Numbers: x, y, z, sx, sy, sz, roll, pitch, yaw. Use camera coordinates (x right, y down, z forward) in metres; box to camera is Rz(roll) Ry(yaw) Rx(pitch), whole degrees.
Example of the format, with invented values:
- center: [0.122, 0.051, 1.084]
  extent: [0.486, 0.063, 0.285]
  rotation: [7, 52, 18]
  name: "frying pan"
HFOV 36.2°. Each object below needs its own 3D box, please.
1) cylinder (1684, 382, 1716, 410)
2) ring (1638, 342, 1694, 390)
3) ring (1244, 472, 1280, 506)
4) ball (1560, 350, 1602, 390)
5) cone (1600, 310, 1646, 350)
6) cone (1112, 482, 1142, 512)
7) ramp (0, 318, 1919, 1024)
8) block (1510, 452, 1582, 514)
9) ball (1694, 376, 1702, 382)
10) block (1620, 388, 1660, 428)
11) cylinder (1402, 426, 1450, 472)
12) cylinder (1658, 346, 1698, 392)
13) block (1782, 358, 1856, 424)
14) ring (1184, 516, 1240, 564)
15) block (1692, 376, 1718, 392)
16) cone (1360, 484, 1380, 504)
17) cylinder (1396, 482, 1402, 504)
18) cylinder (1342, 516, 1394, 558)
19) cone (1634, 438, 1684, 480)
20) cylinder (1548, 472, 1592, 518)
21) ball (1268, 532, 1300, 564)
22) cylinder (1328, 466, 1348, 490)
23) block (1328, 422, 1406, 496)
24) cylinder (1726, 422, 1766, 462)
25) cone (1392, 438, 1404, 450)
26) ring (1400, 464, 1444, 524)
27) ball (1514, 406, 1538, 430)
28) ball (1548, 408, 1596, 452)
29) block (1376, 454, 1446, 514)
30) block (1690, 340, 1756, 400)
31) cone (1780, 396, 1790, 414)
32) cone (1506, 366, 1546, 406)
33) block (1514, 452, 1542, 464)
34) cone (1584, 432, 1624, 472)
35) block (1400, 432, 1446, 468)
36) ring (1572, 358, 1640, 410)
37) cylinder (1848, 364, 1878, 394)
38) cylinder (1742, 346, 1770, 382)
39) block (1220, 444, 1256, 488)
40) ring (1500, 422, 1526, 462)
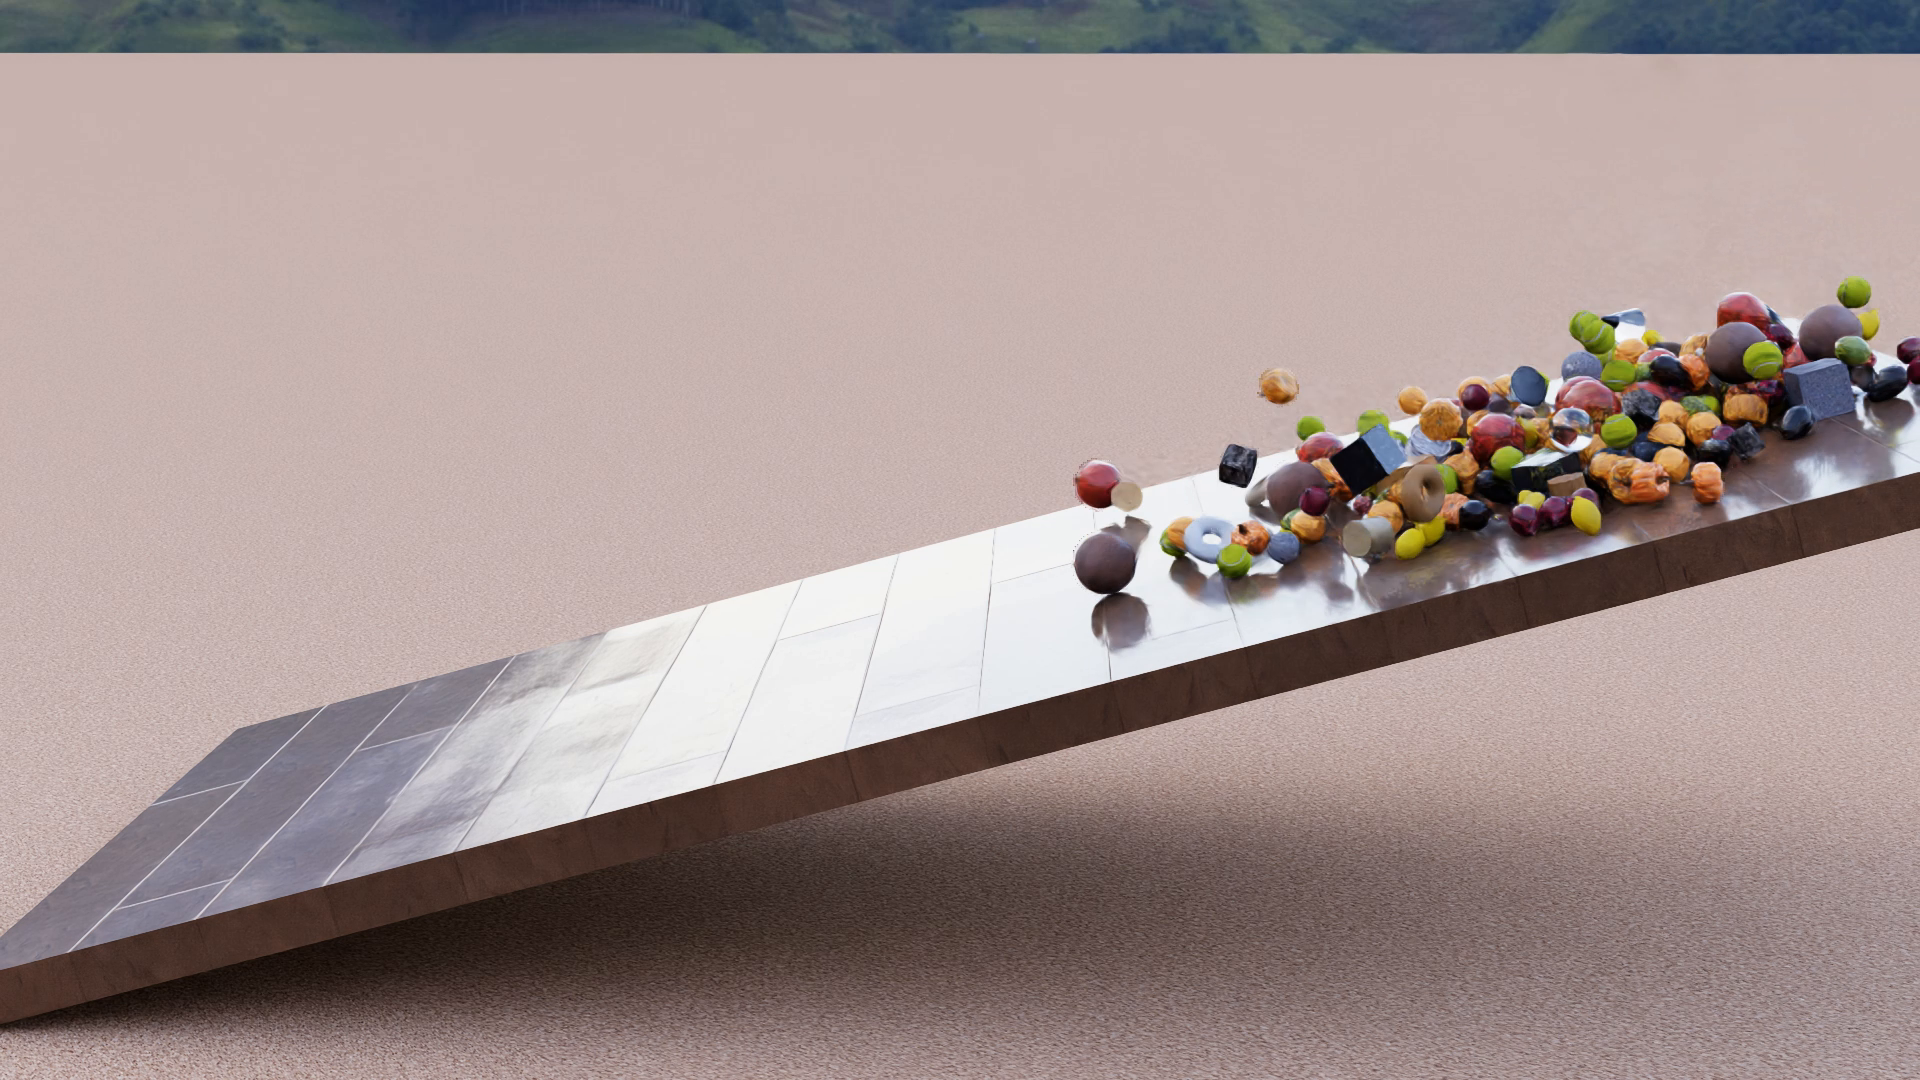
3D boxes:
- center: [1.536, -0.299, 6.100]
  extent: [0.058, 0.058, 0.058]
  rotation: [1, 4, 5]
  name: "cylinder"
- center: [1.549, -0.382, 6.445]
  extent: [0.120, 0.120, 0.040]
  rotation: [1, -29, 5]
  name: "ring"
- center: [0.683, -0.114, 6.638]
  extent: [0.098, 0.033, 0.098]
  rotation: [-42, 7, 6]
  name: "ring"
- center: [1.330, -0.363, 6.291]
  extent: [0.087, 0.087, 0.087]
  rotation: [0, 10, 0]
  name: "ball"
- center: [1.454, -0.481, 6.534]
  extent: [0.095, 0.095, 0.095]
  rotation: [17, -1, -34]
  name: "cone"
- center: [0.394, -0.091, 6.997]
  extent: [0.075, 0.075, 0.075]
  rotation: [0, -18, -1]
  name: "cone"
- center: [0.081, 0.191, 6.328]
  extent: [4.000, 0.100, 2.000]
  rotation: [-15, 9, 4]
  name: "ramp"
- center: [1.154, -0.113, 5.757]
  extent: [0.094, 0.094, 0.094]
  rotation: [-22, 11, -33]
  name: "block"
- center: [1.623, -0.353, 6.373]
  extent: [0.062, 0.062, 0.062]
  rotation: [0, 10, 0]
  name: "ball"
- center: [1.336, -0.258, 5.776]
  extent: [0.053, 0.053, 0.053]
  rotation: [25, -27, -29]
  name: "block"
- center: [0.979, -0.181, 6.205]
  extent: [0.088, 0.088, 0.088]
  rotation: [8, 49, -9]
  name: "cylinder"
- center: [1.616, -0.387, 6.642]
  extent: [0.087, 0.087, 0.087]
  rotation: [-11, 5, 25]
  name: "cylinder"
- center: [1.728, -0.302, 5.917]
  extent: [0.100, 0.100, 0.100]
  rotation: [-16, 9, -1]
  name: "block"
- center: [0.521, -0.001, 6.095]
  extent: [0.116, 0.039, 0.116]
  rotation: [1, 52, -1]
  name: "ring"
- center: [1.658, -0.358, 6.497]
  extent: [0.054, 0.054, 0.054]
  rotation: [-23, 9, -38]
  name: "block"
- center: [0.902, -0.102, 6.303]
  extent: [0.066, 0.066, 0.066]
  rotation: [13, 9, -7]
  name: "cone"
- center: [0.937, -0.102, 6.018]
  extent: [0.062, 0.062, 0.062]
  rotation: [-28, 22, -26]
  name: "cylinder"
- center: [0.794, -0.006, 5.717]
  extent: [0.072, 0.072, 0.072]
  rotation: [-11, 15, -42]
  name: "cylinder"
- center: [1.368, -0.169, 5.725]
  extent: [0.085, 0.085, 0.085]
  rotation: [-18, 2, 25]
  name: "cone"
- center: [1.170, -0.085, 5.647]
  extent: [0.070, 0.070, 0.070]
  rotation: [-15, 9, 3]
  name: "cylinder"
- center: [0.651, 0.016, 5.910]
  extent: [0.066, 0.066, 0.066]
  rotation: [0, 10, 0]
  name: "ball"
- center: [0.850, -0.144, 6.552]
  extent: [0.050, 0.050, 0.050]
  rotation: [3, 24, 15]
  name: "cylinder"
- center: [0.827, -0.163, 5.963]
  extent: [0.093, 0.093, 0.093]
  rotation: [-36, -2, 39]
  name: "block"
- center: [1.514, -0.188, 5.668]
  extent: [0.055, 0.055, 0.055]
  rotation: [-33, -4, -2]
  name: "cylinder"
- center: [0.912, -0.181, 6.294]
  extent: [0.064, 0.064, 0.064]
  rotation: [-18, -3, 38]
  name: "cone"
- center: [0.895, -0.090, 5.688]
  extent: [0.039, 0.117, 0.117]
  rotation: [5, 10, 44]
  name: "ring"
- center: [1.269, -0.273, 6.593]
  extent: [0.052, 0.052, 0.052]
  rotation: [0, 10, 0]
  name: "ball"
- center: [1.199, -0.216, 5.763]
  extent: [0.088, 0.088, 0.088]
  rotation: [0, 10, 0]
  name: "ball"
- center: [0.936, -0.116, 6.133]
  extent: [0.095, 0.095, 0.095]
  rotation: [-7, 12, 40]
  name: "block"
- center: [1.624, -0.362, 6.261]
  extent: [0.083, 0.083, 0.083]
  rotation: [30, 8, -17]
  name: "block"
- center: [1.712, -0.304, 6.036]
  extent: [0.071, 0.071, 0.071]
  rotation: [-15, 8, 2]
  name: "cone"
- center: [1.231, -0.325, 6.503]
  extent: [0.094, 0.094, 0.094]
  rotation: [-5, -14, -26]
  name: "cone"
- center: [1.181, -0.147, 6.051]
  extent: [0.051, 0.051, 0.051]
  rotation: [-7, 12, 42]
  name: "block"
- center: [1.289, -0.199, 5.993]
  extent: [0.088, 0.088, 0.088]
  rotation: [-34, 2, 1]
  name: "cone"
- center: [1.025, -0.196, 6.505]
  extent: [0.081, 0.081, 0.081]
  rotation: [-14, 9, 9]
  name: "block"
- center: [1.459, -0.352, 6.647]
  extent: [0.150, 0.050, 0.150]
  rotation: [-13, 45, 13]
  name: "ring"
- center: [1.844, -0.331, 6.035]
  extent: [0.054, 0.054, 0.054]
  rotation: [-5, 13, -25]
  name: "cylinder"
- center: [1.698, -0.378, 6.312]
  extent: [0.055, 0.055, 0.055]
  rotation: [-7, -30, -36]
  name: "cylinder"
- center: [0.628, -0.167, 6.645]
  extent: [0.064, 0.064, 0.064]
  rotation: [16, 54, 17]
  name: "block"
- center: [1.183, -0.210, 6.304]
  extent: [0.030, 0.089, 0.089]
  rotation: [2, 9, -16]
  name: "ring"
